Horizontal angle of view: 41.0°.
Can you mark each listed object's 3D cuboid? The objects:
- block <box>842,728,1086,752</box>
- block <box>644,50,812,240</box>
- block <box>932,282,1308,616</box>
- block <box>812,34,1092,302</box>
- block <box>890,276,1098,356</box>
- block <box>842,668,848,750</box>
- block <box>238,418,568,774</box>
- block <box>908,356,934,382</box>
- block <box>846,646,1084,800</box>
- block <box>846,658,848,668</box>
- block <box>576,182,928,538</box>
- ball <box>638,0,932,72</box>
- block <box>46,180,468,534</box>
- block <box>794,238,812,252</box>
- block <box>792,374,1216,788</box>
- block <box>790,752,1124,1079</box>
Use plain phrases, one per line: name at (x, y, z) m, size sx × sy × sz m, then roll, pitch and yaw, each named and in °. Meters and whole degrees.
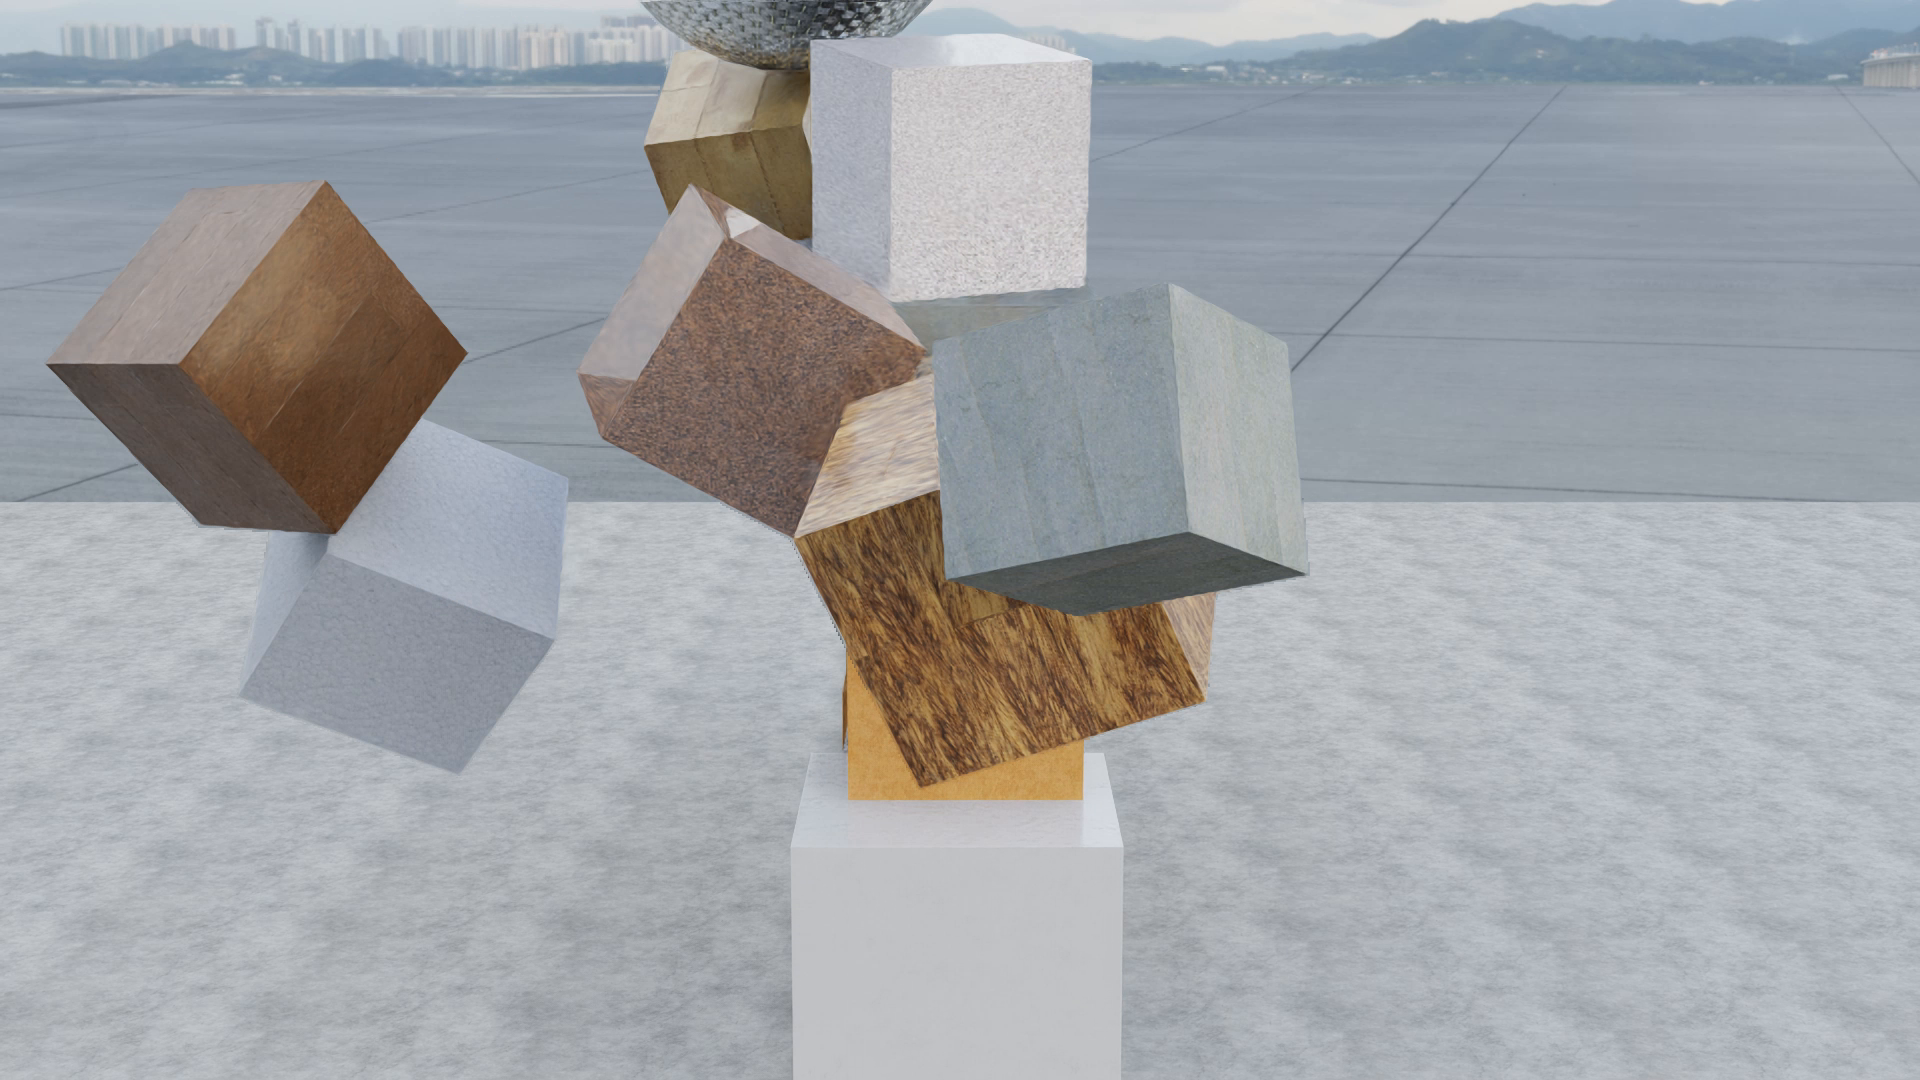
block at (0.015, 1.219, 9.890) m, size 0.885 × 1.063 × 0.880 m, roll 0°, pitch 10°, yaw 0°
block at (-0.906, -1.763, 11.382) m, size 0.718 × 0.590 × 0.711 m, roll -5°, pitch 43°, yaw 14°
block at (0.371, -0.189, 5.933) m, size 0.620 × 0.563 × 0.593 m, roll -12°, pitch -16°, yaw 31°
block at (-0.049, -1.431, 9.732) m, size 0.789 × 0.847 × 0.829 m, roll -7°, pitch 20°, yaw -22°
block at (-0.019, -0.565, 9.856) m, size 1.011 × 0.875 × 0.883 m, roll 0°, pitch 18°, yaw -3°
block at (0.006, 1.049, 10.799) m, size 0.948 × 1.072 × 0.943 m, roll 0°, pitch 10°, yaw 0°
block at (-2.248, 0.180, 10.448) m, size 0.951 × 0.884 × 0.970 m, roll 23°, pitch 36°, yaw -23°
block at (0.005, -0.269, 9.015) m, size 0.697 × 0.678 × 0.779 m, roll 0°, pitch 10°, yaw 0°
block at (0.019, 0.452, 9.048) m, size 0.801 × 0.749 × 0.751 m, roll 0°, pitch 10°, yaw 0°
block at (-0.019, 0.853, 11.828) m, size 0.966 × 1.090 × 1.118 m, roll 0°, pitch 10°, yaw 0°
block at (-0.695, -0.584, 8.370) m, size 0.760 × 0.745 × 0.683 m, roll 28°, pitch 12°, yaw -24°
ball at (-0.733, -2.764, 10.678) m, size 1.600 × 1.600 × 1.600 m, roll 0°, pitch 10°, yaw 0°
block at (-2.635, -0.686, 9.677) m, size 0.832 × 0.911 × 0.926 m, roll 3°, pitch 52°, yaw 38°
block at (-0.504, -1.214, 11.779) m, size 1.008 × 0.902 × 1.084 m, roll -14°, pitch 42°, yaw 5°
block at (0.162, 0.015, 7.123) m, size 0.838 × 0.819 × 0.850 m, roll -18°, pitch 24°, yaw 17°
block at (-0.009, 1.403, 8.882) m, size 1.067 × 1.062 × 1.156 m, roll 0°, pitch 10°, yaw 0°
